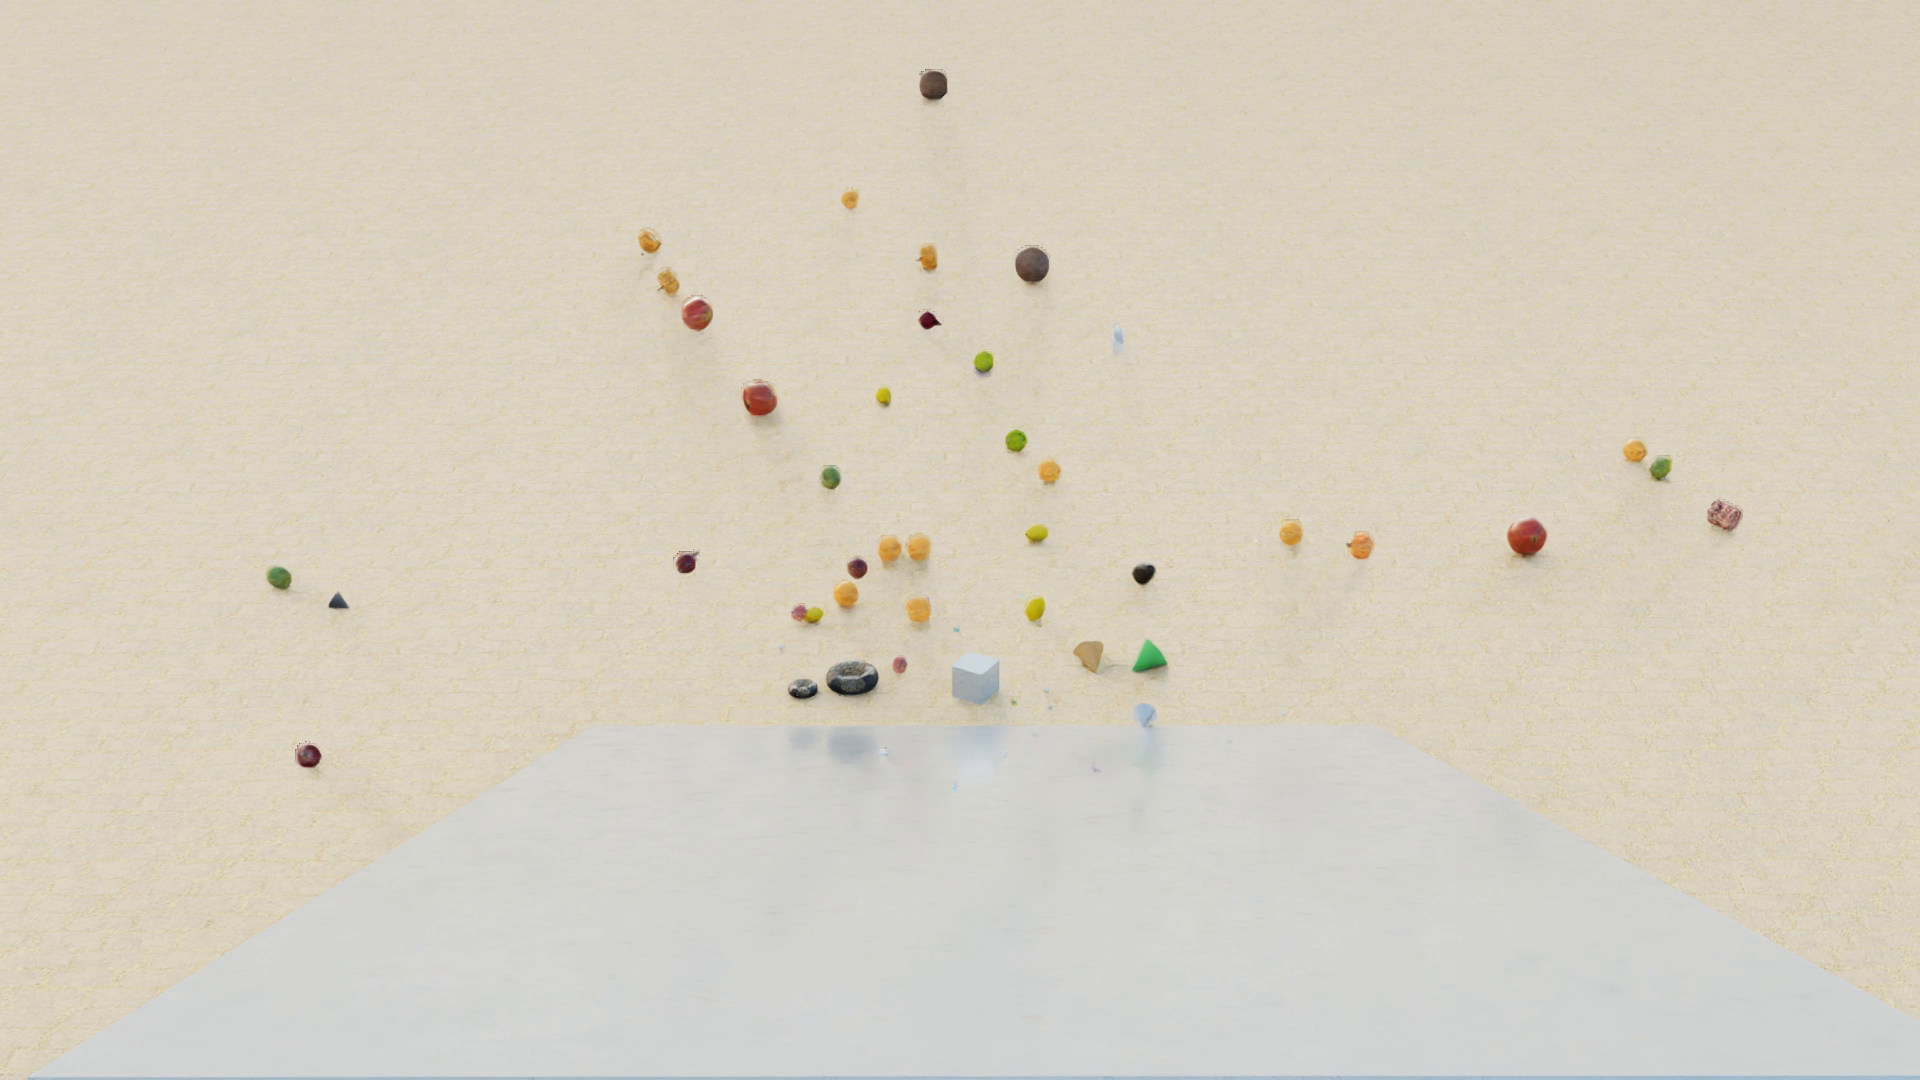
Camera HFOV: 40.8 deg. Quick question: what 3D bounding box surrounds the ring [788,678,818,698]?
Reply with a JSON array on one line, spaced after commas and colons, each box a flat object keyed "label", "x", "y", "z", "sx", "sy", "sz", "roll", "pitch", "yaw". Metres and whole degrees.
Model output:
[{"label": "ring", "x": -0.420, "y": 0.398, "z": 6.907, "sx": 0.081, "sy": 0.027, "sz": 0.081, "roll": -1, "pitch": 27, "yaw": 0}]

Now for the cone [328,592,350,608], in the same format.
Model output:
[{"label": "cone", "x": -1.755, "y": 0.180, "z": 7.330, "sx": 0.053, "sy": 0.053, "sz": 0.053, "roll": 31, "pitch": 31, "yaw": 0}]

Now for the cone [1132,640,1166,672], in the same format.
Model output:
[{"label": "cone", "x": 0.500, "y": 0.332, "z": 7.020, "sx": 0.088, "sy": 0.088, "sz": 0.088, "roll": -37, "pitch": 38, "yaw": -10}]

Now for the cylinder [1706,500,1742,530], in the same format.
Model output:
[{"label": "cylinder", "x": 2.297, "y": -0.073, "z": 7.765, "sx": 0.071, "sy": 0.071, "sz": 0.071, "roll": -22, "pitch": 37, "yaw": -36}]

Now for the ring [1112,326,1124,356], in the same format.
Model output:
[{"label": "ring", "x": 0.542, "y": -0.684, "z": 8.880, "sx": 0.035, "sy": 0.106, "sz": 0.106, "roll": -4, "pitch": 28, "yaw": -4}]

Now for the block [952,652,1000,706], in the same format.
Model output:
[{"label": "block", "x": 0.042, "y": 0.368, "z": 6.892, "sx": 0.092, "sy": 0.092, "sz": 0.092, "roll": 16, "pitch": 31, "yaw": 28}]

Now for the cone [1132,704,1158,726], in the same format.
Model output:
[{"label": "cone", "x": 0.468, "y": 0.460, "z": 6.586, "sx": 0.063, "sy": 0.063, "sz": 0.063, "roll": 6, "pitch": 28, "yaw": 11}]

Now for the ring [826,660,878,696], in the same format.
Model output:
[{"label": "ring", "x": -0.289, "y": 0.370, "z": 6.938, "sx": 0.143, "sy": 0.048, "sz": 0.143, "roll": -1, "pitch": 28, "yaw": 1}]

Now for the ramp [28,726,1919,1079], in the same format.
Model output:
[{"label": "ramp", "x": 0.062, "y": 0.556, "z": 4.594, "sx": 2.000, "sy": 0.100, "sz": 4.000, "roll": 0, "pitch": 1, "yaw": 0}]
